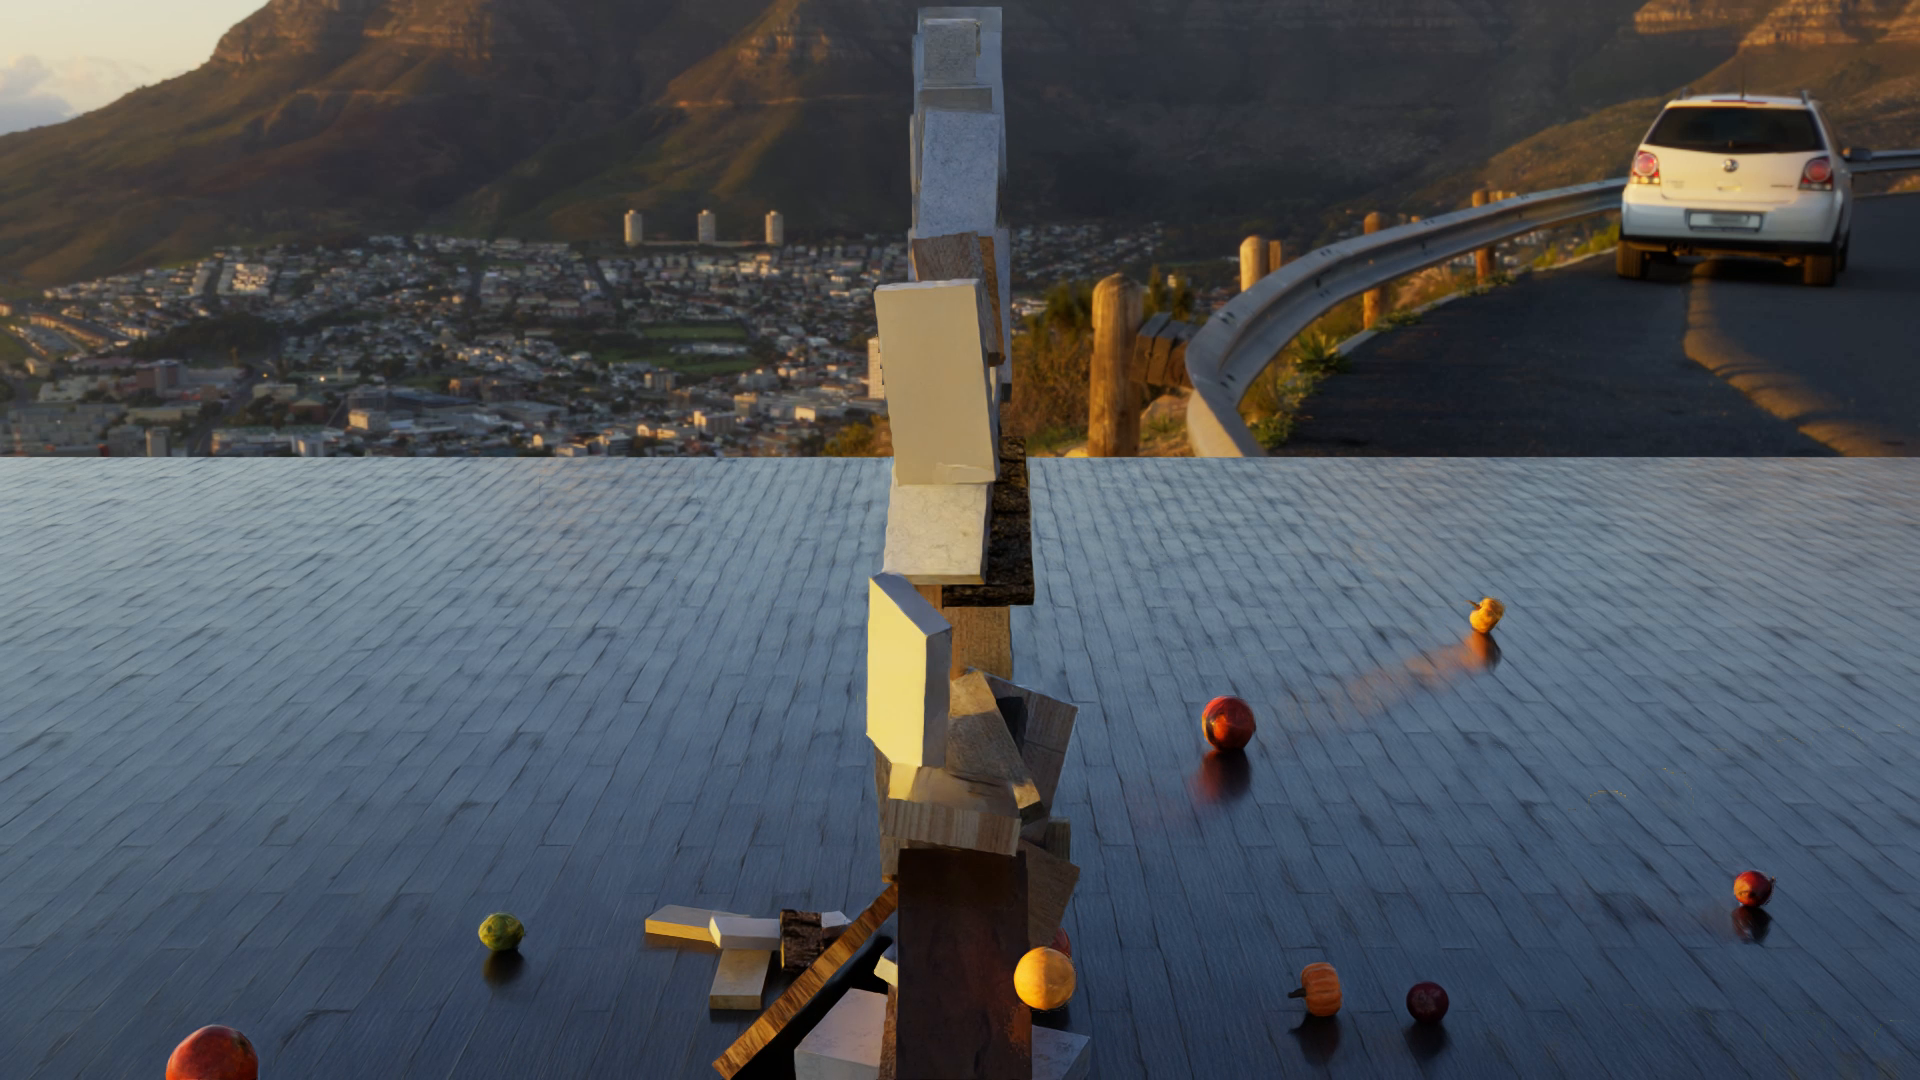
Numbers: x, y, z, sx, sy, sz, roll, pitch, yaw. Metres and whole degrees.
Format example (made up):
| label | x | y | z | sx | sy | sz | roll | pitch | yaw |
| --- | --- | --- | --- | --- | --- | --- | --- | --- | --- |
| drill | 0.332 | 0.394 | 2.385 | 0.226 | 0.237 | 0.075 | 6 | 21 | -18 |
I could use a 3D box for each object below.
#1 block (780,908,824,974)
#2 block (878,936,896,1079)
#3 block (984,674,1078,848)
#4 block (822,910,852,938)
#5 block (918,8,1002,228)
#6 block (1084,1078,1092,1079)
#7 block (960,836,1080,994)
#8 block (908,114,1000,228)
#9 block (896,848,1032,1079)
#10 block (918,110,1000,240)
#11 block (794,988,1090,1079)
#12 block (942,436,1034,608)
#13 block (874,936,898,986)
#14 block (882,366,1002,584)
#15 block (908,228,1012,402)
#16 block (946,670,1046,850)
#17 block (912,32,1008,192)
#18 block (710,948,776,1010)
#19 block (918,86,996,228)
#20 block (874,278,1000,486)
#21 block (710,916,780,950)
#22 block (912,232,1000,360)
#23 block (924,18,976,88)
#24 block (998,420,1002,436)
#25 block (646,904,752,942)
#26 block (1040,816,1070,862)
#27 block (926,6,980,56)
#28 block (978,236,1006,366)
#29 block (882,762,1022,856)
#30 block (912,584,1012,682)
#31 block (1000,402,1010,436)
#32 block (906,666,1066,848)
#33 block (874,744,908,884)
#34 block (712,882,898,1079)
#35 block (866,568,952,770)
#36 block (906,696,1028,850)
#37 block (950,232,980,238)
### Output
| label | x | y | z | sx | sy | sz | roll | pitch | yaw |
| --- | --- | --- | --- | --- | --- | --- | --- | --- | --- |
| block | -0.241 | 0.612 | 3.346 | 0.062 | 0.017 | 0.123 | 10 | 31 | -12 |
| block | -0.018 | 0.660 | 2.743 | 0.160 | 0.045 | 0.677 | 2 | 14 | 1 |
| block | 0.060 | 0.379 | 3.366 | 0.164 | 0.329 | 0.047 | 20 | -32 | -4 |
| block | -0.239 | 0.615 | 3.488 | 0.123 | 0.017 | 0.062 | -5 | 11 | -23 |
| block | -0.001 | -0.648 | 4.220 | 0.163 | 0.740 | 0.046 | 0 | -1 | 0 |
| block | 0.096 | 0.727 | 2.851 | 0.155 | 0.022 | 0.077 | 0 | 15 | 0 |
| block | 0.052 | 0.484 | 2.904 | 0.160 | 0.045 | 0.320 | 27 | 21 | 4 |
| block | -0.010 | -0.636 | 4.138 | 0.163 | 0.327 | 0.046 | -2 | 11 | 0 |
| block | 0.004 | 0.530 | 2.683 | 0.160 | 0.045 | 0.320 | 1 | 53 | -2 |
| block | -0.001 | -0.594 | 3.685 | 0.126 | 0.253 | 0.036 | 3 | -17 | 0 |
| block | -0.022 | 0.680 | 2.879 | 0.346 | 0.049 | 0.173 | 7 | 19 | 21 |
| block | 0.038 | -0.030 | 3.398 | 0.139 | 0.277 | 0.039 | -2 | -29 | -2 |
| block | -0.029 | 0.527 | 2.818 | 0.099 | 0.028 | 0.198 | 26 | 20 | 11 |
| block | -0.025 | -0.100 | 3.362 | 0.150 | 0.344 | 0.043 | 0 | -22 | 13 |
| block | -0.002 | -0.375 | 3.637 | 0.170 | 0.048 | 0.340 | 0 | 54 | 0 |
| block | 0.015 | 0.324 | 3.251 | 0.139 | 0.039 | 0.277 | -23 | 45 | -2 |
| block | -0.002 | -0.783 | 4.019 | 0.163 | 0.327 | 0.046 | -1 | -27 | -1 |
| block | -0.325 | 0.648 | 3.300 | 0.075 | 0.021 | 0.235 | 0 | 11 | 0 |
| block | -0.005 | -0.651 | 3.796 | 0.126 | 0.253 | 0.036 | -2 | 15 | -1 |
| block | -0.033 | -0.233 | 3.266 | 0.150 | 0.301 | 0.043 | -2 | 20 | 12 |
| block | -0.304 | 0.607 | 3.386 | 0.149 | 0.021 | 0.075 | 6 | 11 | -19 |
| block | -0.008 | -0.386 | 3.526 | 0.108 | 0.215 | 0.030 | -8 | -19 | -5 |
| block | -0.017 | -0.805 | 3.779 | 0.088 | 0.176 | 0.025 | -2 | 32 | -1 |
| block | 0.037 | -0.201 | 3.500 | 0.052 | 0.103 | 0.015 | -4 | -8 | -4 |
| block | -0.416 | 0.611 | 3.499 | 0.149 | 0.021 | 0.075 | 4 | 11 | 21 |
| block | 0.146 | 0.503 | 3.554 | 0.062 | 0.123 | 0.017 | 0 | 26 | -1 |
| block | -0.010 | -0.884 | 3.836 | 0.088 | 0.025 | 0.176 | -3 | -7 | 2 |
| block | 0.009 | -0.384 | 3.558 | 0.108 | 0.215 | 0.030 | -4 | -19 | -3 |
| block | -0.012 | 0.344 | 2.843 | 0.164 | 0.047 | 0.328 | 9 | 2 | -1 |
| block | -0.001 | 0.146 | 3.547 | 0.162 | 0.416 | 0.046 | -1 | 2 | -3 |
| block | -0.006 | -0.260 | 3.616 | 0.170 | 0.048 | 0.340 | 0 | 52 | -1 |
| block | 0.041 | 0.371 | 3.420 | 0.164 | 0.328 | 0.047 | 21 | -32 | -3 |
| block | -0.065 | 0.406 | 3.439 | 0.127 | 0.254 | 0.036 | -4 | -29 | 0 |
| block | -0.191 | 0.616 | 3.217 | 0.030 | 0.108 | 0.627 | 46 | 21 | 5 |
| block | -0.074 | 0.204 | 3.148 | 0.043 | 0.301 | 0.150 | -20 | 43 | -27 |
| block | 0.013 | 0.358 | 3.274 | 0.139 | 0.039 | 0.277 | -4 | 47 | 16 |
| block | 0.009 | -0.461 | 3.612 | 0.049 | 0.098 | 0.014 | -1 | -23 | -2 |
